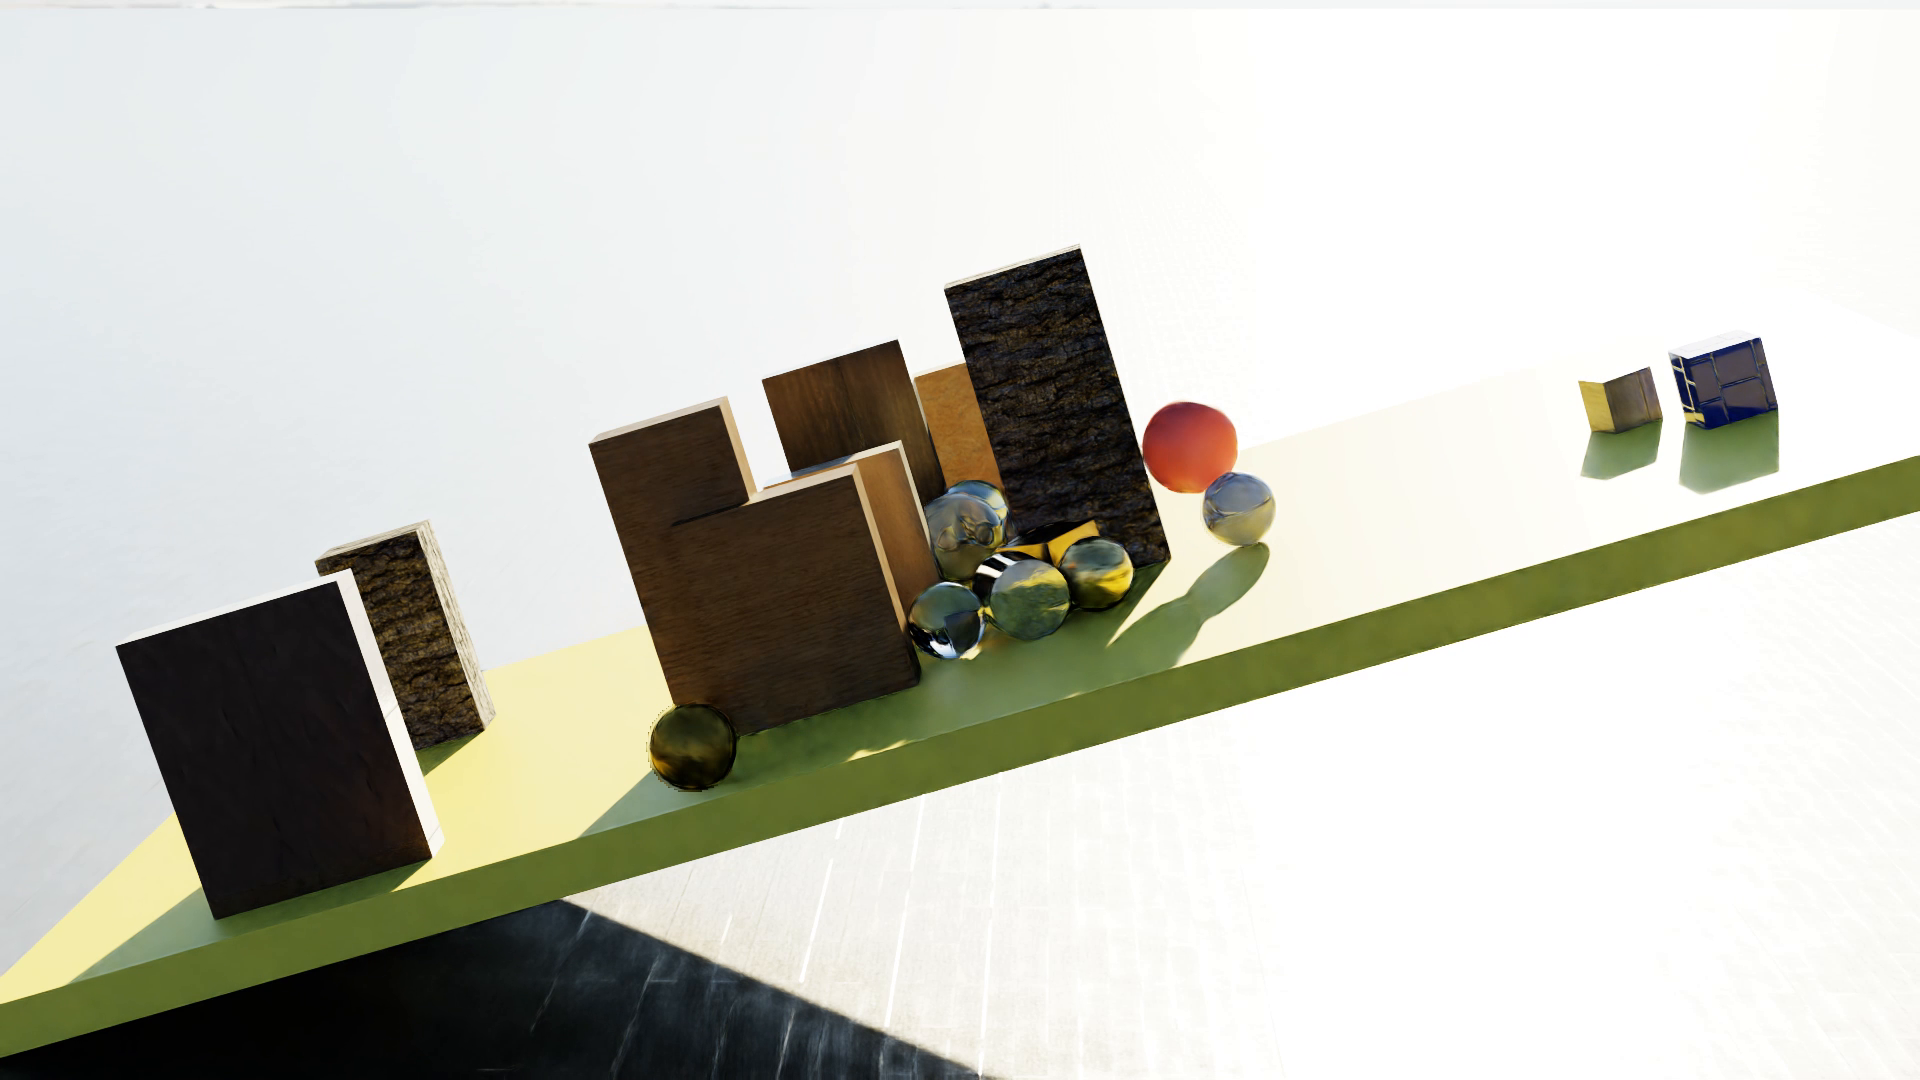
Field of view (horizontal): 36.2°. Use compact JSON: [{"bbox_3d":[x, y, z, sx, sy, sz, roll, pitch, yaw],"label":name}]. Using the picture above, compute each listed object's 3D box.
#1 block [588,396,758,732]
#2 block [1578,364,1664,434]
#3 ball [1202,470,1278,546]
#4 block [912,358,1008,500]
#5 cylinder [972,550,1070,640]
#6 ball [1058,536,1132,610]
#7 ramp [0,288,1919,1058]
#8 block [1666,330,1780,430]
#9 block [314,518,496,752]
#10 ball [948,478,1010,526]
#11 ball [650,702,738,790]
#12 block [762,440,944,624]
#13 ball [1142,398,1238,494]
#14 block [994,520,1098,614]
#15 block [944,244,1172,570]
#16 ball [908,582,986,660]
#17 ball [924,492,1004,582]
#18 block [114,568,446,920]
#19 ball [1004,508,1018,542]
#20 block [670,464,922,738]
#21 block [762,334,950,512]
[{"bbox_3d":[-0.504,0.062,5.866,0.272,0.637,0.133,-16,10,5],"label":"block"},{"bbox_3d":[1.382,-0.296,6.155,0.114,0.114,0.114,-19,10,-12],"label":"block"},{"bbox_3d":[0.581,-0.065,6.117,0.158,0.158,0.158,0,11,0],"label":"ball"},{"bbox_3d":[0.094,-0.238,7.103,0.353,0.426,0.088,-16,10,5],"label":"block"},{"bbox_3d":[0.121,0.110,5.924,0.162,0.162,0.162,-3,7,-13],"label":"cylinder"},{"bbox_3d":[0.272,0.068,5.935,0.151,0.151,0.151,0,11,0],"label":"ball"},{"bbox_3d":[0.094,0.186,6.317,4.000,0.100,2.000,-16,10,5],"label":"ramp"},{"bbox_3d":[1.540,-0.325,5.939,0.151,0.151,0.151,-17,10,0],"label":"block"},{"bbox_3d":[-1.259,0.225,6.693,0.243,0.481,0.148,-16,10,5],"label":"block"},{"bbox_3d":[0.032,-0.057,6.943,0.175,0.175,0.175,0,11,0],"label":"ball"},{"bbox_3d":[-0.496,0.384,5.465,0.163,0.163,0.163,0,11,0],"label":"ball"},{"bbox_3d":[-0.212,0.028,6.240,0.300,0.401,0.098,-16,10,5],"label":"block"},{"bbox_3d":[0.484,-0.198,6.194,0.205,0.205,0.205,0,11,0],"label":"ball"},{"bbox_3d":[0.197,0.059,6.103,0.152,0.152,0.152,-7,14,46],"label":"block"},{"bbox_3d":[0.209,-0.253,6.236,0.298,0.686,0.115,-16,10,5],"label":"block"},{"bbox_3d":[-0.026,0.161,5.891,0.156,0.156,0.156,0,11,0],"label":"ball"},{"bbox_3d":[-0.001,-0.007,6.646,0.203,0.203,0.203,0,11,0],"label":"ball"},{"bbox_3d":[-1.293,0.391,5.613,0.445,0.562,0.110,-16,10,5],"label":"block"},{"bbox_3d":[0.186,-0.028,6.523,0.177,0.177,0.177,0,11,0],"label":"ball"},{"bbox_3d":[-0.321,0.118,5.820,0.372,0.440,0.131,-16,10,5],"label":"block"},{"bbox_3d":[-0.214,-0.155,6.776,0.328,0.561,0.083,-16,10,5],"label":"block"}]
